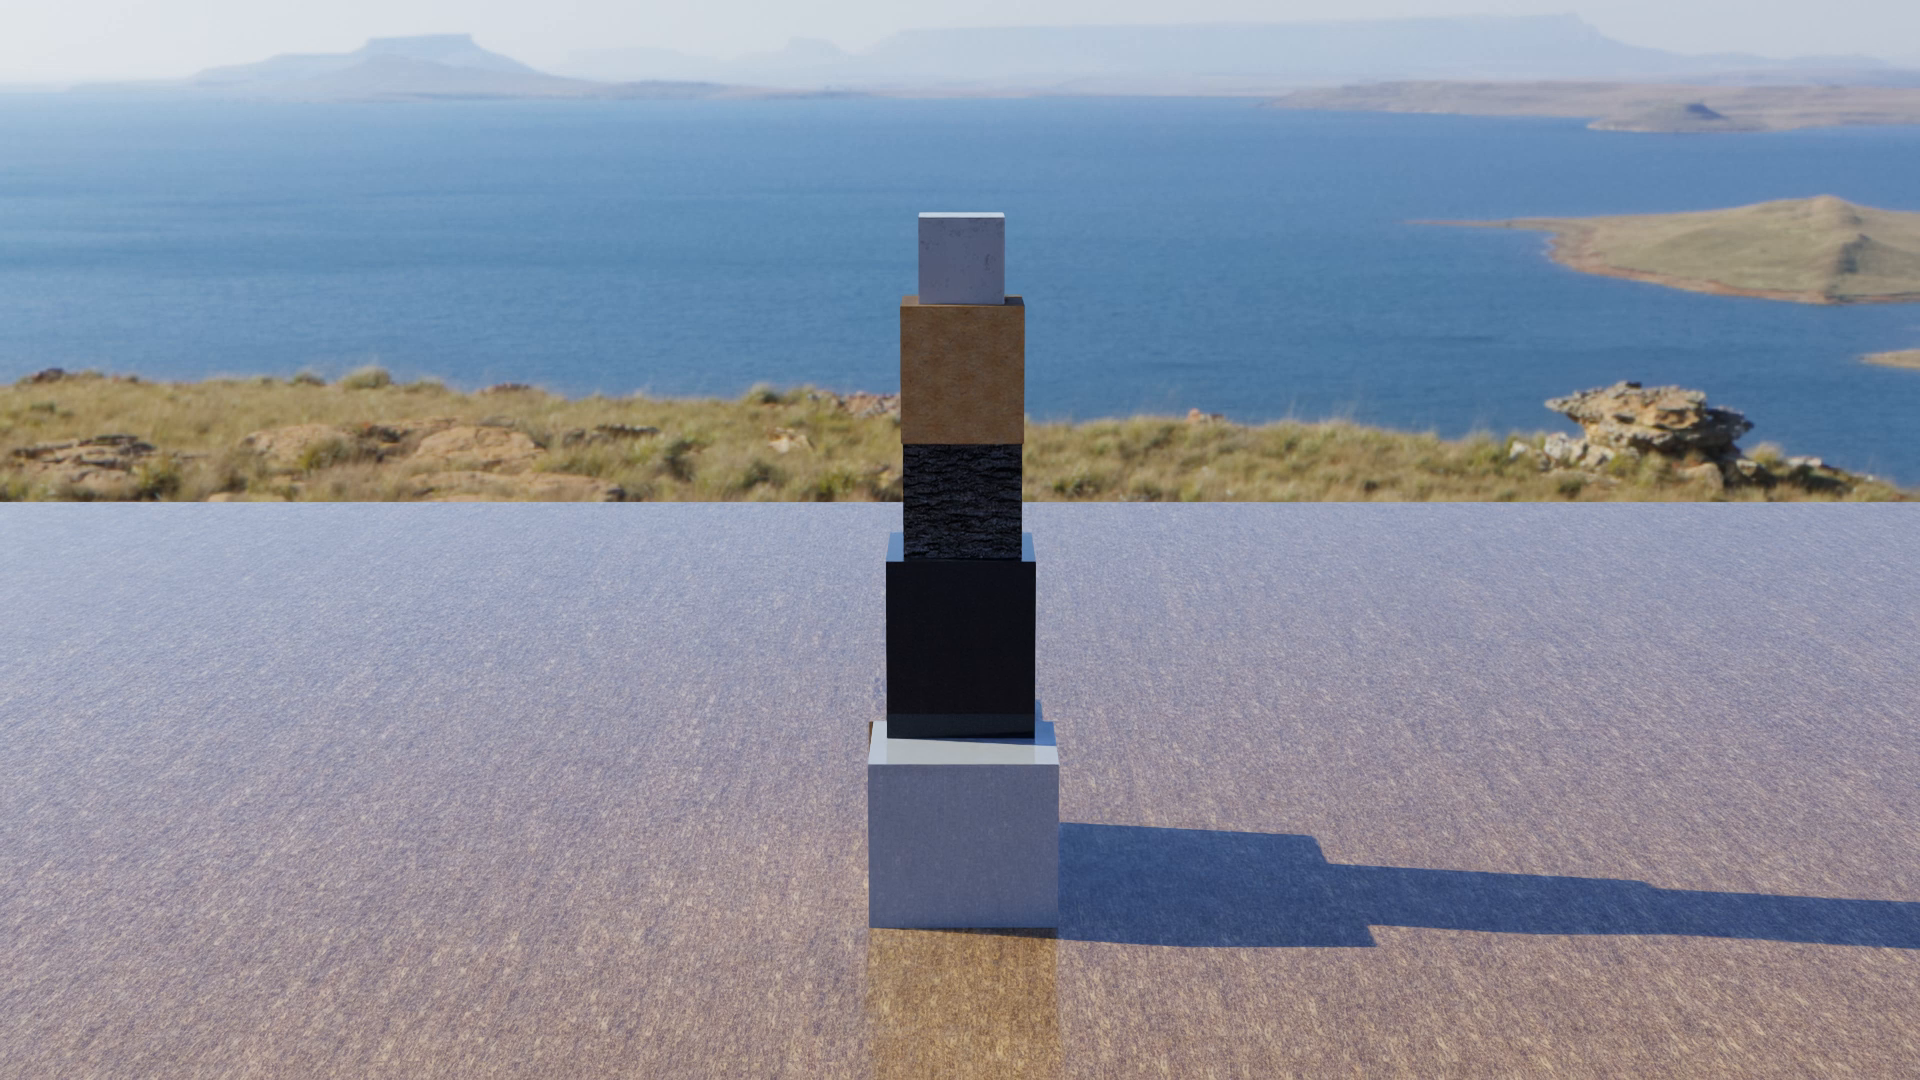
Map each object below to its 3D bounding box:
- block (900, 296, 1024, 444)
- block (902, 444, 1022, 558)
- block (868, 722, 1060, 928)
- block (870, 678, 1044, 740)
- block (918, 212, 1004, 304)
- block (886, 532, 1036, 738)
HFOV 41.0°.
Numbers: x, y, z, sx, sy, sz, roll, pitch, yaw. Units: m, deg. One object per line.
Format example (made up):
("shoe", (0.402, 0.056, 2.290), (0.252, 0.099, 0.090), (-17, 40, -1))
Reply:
("block", (0.010, -0.740, 11.054), (0.521, 0.582, 0.548), (0, 10, 0))
("block", (0.011, -0.213, 11.147), (0.504, 0.490, 0.536), (0, 10, 0))
("block", (0.015, 1.205, 10.971), (0.788, 0.703, 0.710), (0, 10, 0))
("block", (-0.016, 1.067, 11.740), (0.766, 0.700, 0.832), (0, 10, 0))
("block", (0.007, -1.207, 10.972), (0.362, 0.366, 0.393), (0, 10, 0))
("block", (0.004, 0.406, 11.256), (0.634, 0.767, 0.717), (0, 10, 0))
